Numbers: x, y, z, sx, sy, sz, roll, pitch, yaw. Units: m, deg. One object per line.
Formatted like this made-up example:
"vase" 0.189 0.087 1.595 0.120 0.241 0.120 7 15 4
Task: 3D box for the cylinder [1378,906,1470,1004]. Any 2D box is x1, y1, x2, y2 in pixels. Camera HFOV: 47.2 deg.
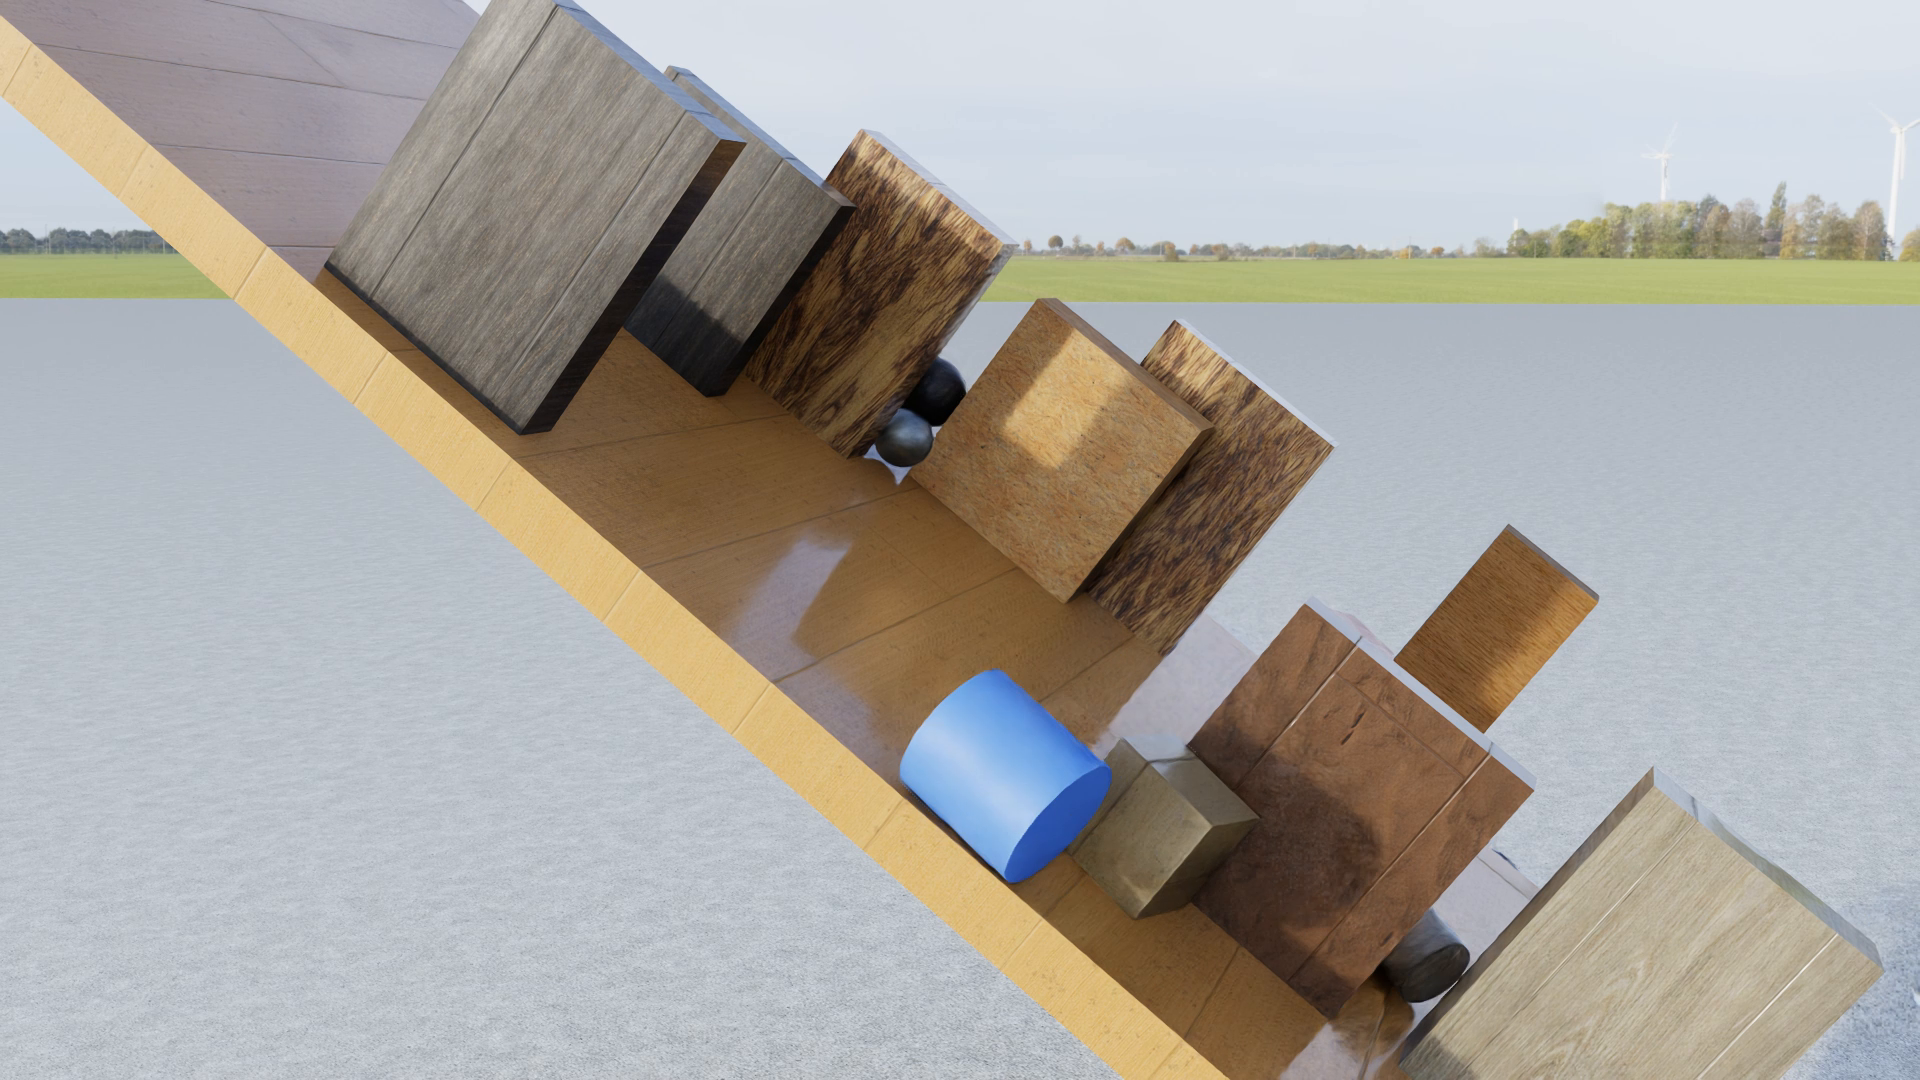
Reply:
"cylinder" 0.756 0.677 3.675 0.135 0.135 0.135 -4 38 -30

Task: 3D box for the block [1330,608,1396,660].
"block" 0.839 0.286 4.870 0.185 0.185 0.185 47 18 32

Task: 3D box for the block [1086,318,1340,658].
"block" 0.430 -0.104 4.428 0.404 0.546 0.090 40 16 9

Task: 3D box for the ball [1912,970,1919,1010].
"ball" 2.441 1.116 5.434 0.162 0.162 0.162 0 7 0

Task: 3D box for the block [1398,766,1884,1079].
"block" 1.022 0.707 3.338 0.411 0.589 0.141 40 16 9

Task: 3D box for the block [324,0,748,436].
"block" -0.635 -0.495 3.259 0.408 0.539 0.099 40 16 9

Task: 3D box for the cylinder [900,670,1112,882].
"cylinder" 0.063 0.325 3.040 0.208 0.208 0.208 41 26 23

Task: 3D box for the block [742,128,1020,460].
"block" -0.185 -0.466 4.192 0.351 0.512 0.110 40 16 9

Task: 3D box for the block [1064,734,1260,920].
"block" 0.290 0.426 3.295 0.189 0.189 0.189 44 17 23

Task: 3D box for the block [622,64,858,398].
"block" -0.475 -0.555 3.973 0.410 0.429 0.083 40 16 9

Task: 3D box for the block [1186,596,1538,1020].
"block" 0.553 0.410 3.372 0.433 0.479 0.084 40 16 9

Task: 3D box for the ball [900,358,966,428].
"ball" -0.058 -0.295 4.384 0.142 0.142 0.142 0 7 0

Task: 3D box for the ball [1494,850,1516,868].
"ball" 1.255 0.839 5.301 0.195 0.195 0.195 0 7 0

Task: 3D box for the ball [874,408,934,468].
"ball" -0.110 -0.201 4.312 0.117 0.117 0.117 0 7 0

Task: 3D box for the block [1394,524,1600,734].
"block" 1.069 0.270 4.677 0.240 0.584 0.105 40 16 9

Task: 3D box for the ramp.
"ramp" -0.038 0.094 4.057 4.000 0.100 2.000 40 16 9

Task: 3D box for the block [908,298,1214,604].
"block" 0.198 -0.178 4.341 0.409 0.437 0.144 40 16 9
